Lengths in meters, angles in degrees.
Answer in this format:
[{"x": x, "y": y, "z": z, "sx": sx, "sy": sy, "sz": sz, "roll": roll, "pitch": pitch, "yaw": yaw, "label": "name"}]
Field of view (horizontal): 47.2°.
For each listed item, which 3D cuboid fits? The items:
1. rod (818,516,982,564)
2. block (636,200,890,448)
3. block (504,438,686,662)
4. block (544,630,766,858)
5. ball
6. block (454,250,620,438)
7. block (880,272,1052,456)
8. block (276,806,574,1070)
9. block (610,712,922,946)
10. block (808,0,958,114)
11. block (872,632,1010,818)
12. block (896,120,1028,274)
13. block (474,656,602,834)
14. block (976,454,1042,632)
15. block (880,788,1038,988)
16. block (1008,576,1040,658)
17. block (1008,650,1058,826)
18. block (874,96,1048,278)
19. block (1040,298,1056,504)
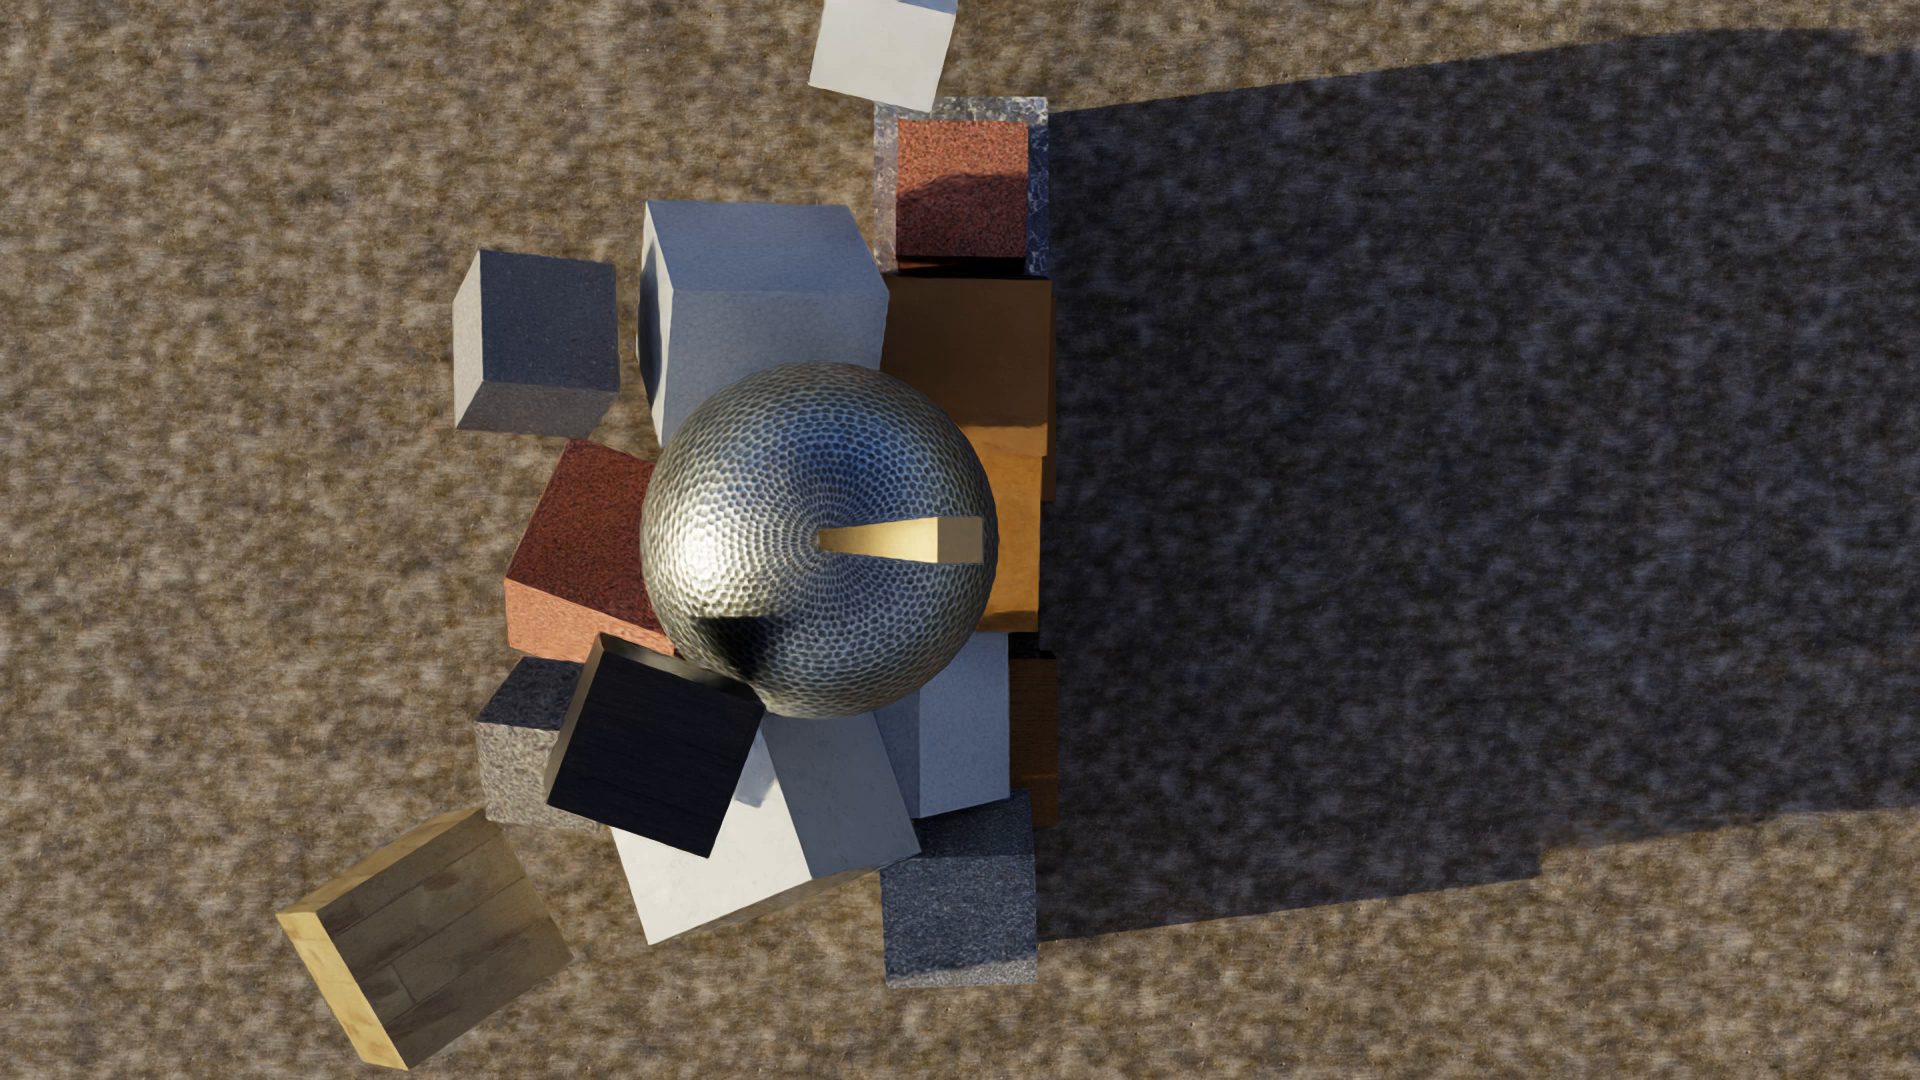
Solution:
[{"x": -0.270, "y": 0.000, "z": 6.411, "sx": 0.080, "sy": 5.200, "sz": 0.080, "roll": 0, "pitch": 90, "yaw": -6, "label": "rod"}, {"x": -1.004, "y": -1.071, "z": 10.883, "sx": 1.029, "sy": 0.990, "sz": 0.850, "roll": -1, "pitch": 123, "yaw": -16, "label": "block"}, {"x": -1.907, "y": 0.174, "z": 12.368, "sx": 0.967, "sy": 0.934, "sz": 0.941, "roll": 20, "pitch": 63, "yaw": 0, "label": "block"}, {"x": -1.254, "y": 0.820, "z": 8.949, "sx": 0.675, "sy": 0.659, "sz": 0.642, "roll": 21, "pitch": 90, "yaw": -12, "label": "block"}, {"x": -0.623, "y": 0.000, "z": 9.792, "sx": 1.600, "sy": 1.600, "sz": 1.600, "roll": 0, "pitch": 90, "yaw": 0, "label": "ball"}, {"x": -2.081, "y": -0.948, "z": 10.773, "sx": 0.661, "sy": 0.599, "sz": 0.684, "roll": 3, "pitch": 69, "yaw": -24, "label": "block"}, {"x": -0.015, "y": -0.935, "z": 11.466, "sx": 0.922, "sy": 0.945, "sz": 0.877, "roll": 1, "pitch": 98, "yaw": 0, "label": "block"}, {"x": -2.748, "y": 2.030, "z": 11.271, "sx": 0.982, "sy": 0.890, "sz": 0.902, "roll": -32, "pitch": 97, "yaw": -30, "label": "block"}, {"x": -0.988, "y": 1.287, "z": 10.686, "sx": 0.989, "sy": 0.997, "sz": 0.950, "roll": -26, "pitch": 78, "yaw": 26, "label": "block"}, {"x": -0.375, "y": -2.634, "z": 11.123, "sx": 0.631, "sy": 0.603, "sz": 0.579, "roll": 12, "pitch": 133, "yaw": -7, "label": "block"}, {"x": -0.339, "y": 0.924, "z": 11.464, "sx": 0.838, "sy": 0.979, "sz": 0.899, "roll": 0, "pitch": 90, "yaw": 28, "label": "block"}, {"x": 0.011, "y": -1.797, "z": 11.569, "sx": 0.669, "sy": 0.621, "sz": 0.695, "roll": 1, "pitch": 90, "yaw": 0, "label": "block"}, {"x": -1.837, "y": 0.934, "z": 10.089, "sx": 0.529, "sy": 0.573, "sz": 0.533, "roll": 6, "pitch": 119, "yaw": 11, "label": "block"}, {"x": -0.016, "y": 0.004, "z": 11.651, "sx": 0.847, "sy": 0.832, "sz": 0.920, "roll": 1, "pitch": 90, "yaw": 0, "label": "block"}, {"x": -0.007, "y": 1.862, "z": 11.812, "sx": 0.801, "sy": 0.724, "sz": 0.780, "roll": -2, "pitch": 112, "yaw": 0, "label": "block"}, {"x": 0.005, "y": 0.229, "z": 12.533, "sx": 0.860, "sy": 0.935, "sz": 0.845, "roll": 0, "pitch": 90, "yaw": 0, "label": "block"}, {"x": 0.012, "y": 1.114, "z": 12.547, "sx": 1.048, "sy": 0.907, "sz": 0.915, "roll": 0, "pitch": 90, "yaw": 0, "label": "block"}, {"x": 0.005, "y": -1.869, "z": 12.442, "sx": 0.946, "sy": 1.117, "sz": 1.051, "roll": 0, "pitch": 90, "yaw": 0, "label": "block"}, {"x": 0.008, "y": -0.771, "z": 12.534, "sx": 1.041, "sy": 0.932, "sz": 1.120, "roll": 0, "pitch": 90, "yaw": 0, "label": "block"}]
